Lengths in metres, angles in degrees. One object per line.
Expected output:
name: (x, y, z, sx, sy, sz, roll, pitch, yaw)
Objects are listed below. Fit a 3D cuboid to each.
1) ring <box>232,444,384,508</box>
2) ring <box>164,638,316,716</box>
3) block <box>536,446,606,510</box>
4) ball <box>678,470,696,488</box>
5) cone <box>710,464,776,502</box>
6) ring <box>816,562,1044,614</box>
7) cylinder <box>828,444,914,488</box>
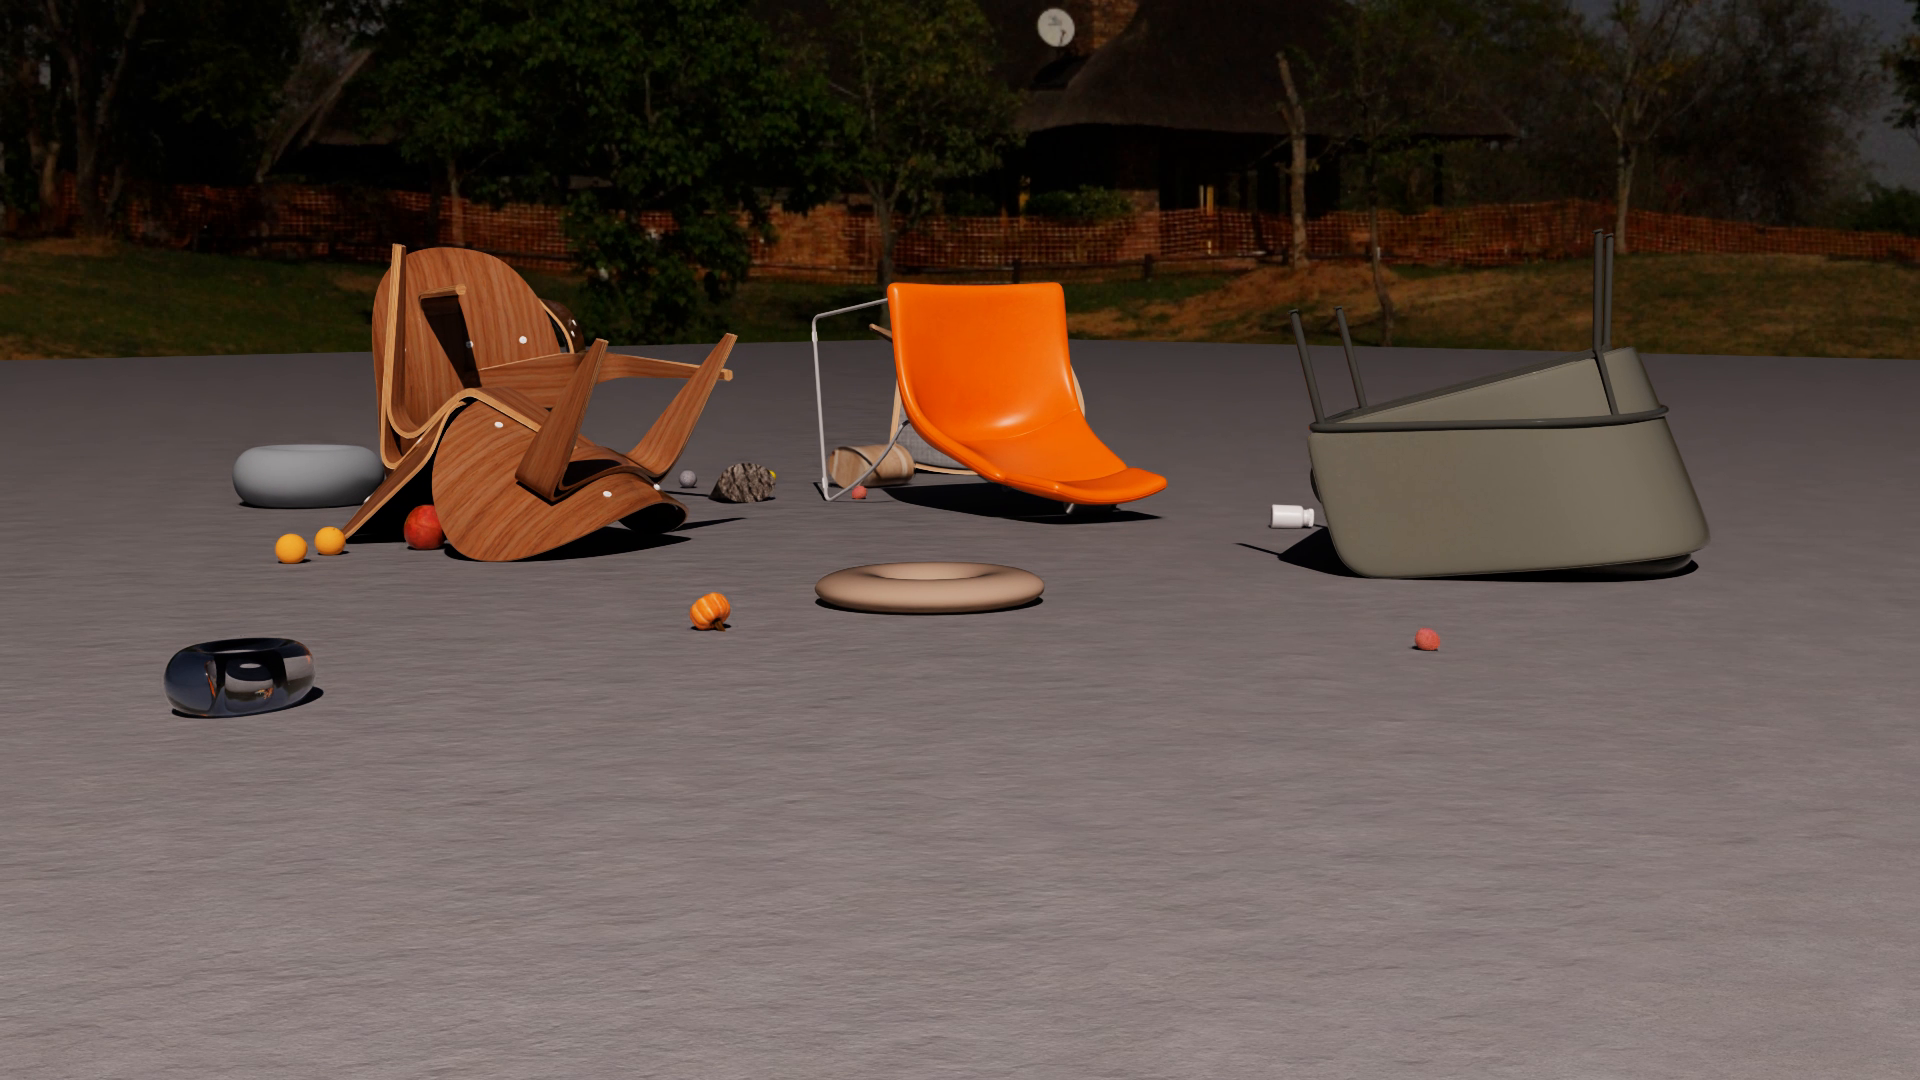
ring: (-1.884, -0.186, 7.430, 0.405, 0.165, 0.484, 3, 5, 17)
ring: (-1.101, 0.209, 3.926, 0.186, 0.097, 0.281, 4, 6, 21)
block: (-1.114, -0.181, 7.345, 0.166, 0.168, 0.101, -5, 8, -39)
ball: (-0.846, -0.189, 7.977, 0.056, 0.056, 0.056, 0, 6, 0)
cone: (-0.683, -0.144, 7.537, 0.179, 0.118, 0.224, -19, -7, 42)
ring: (-0.060, 0.095, 5.175, 0.466, 0.066, 0.436, -2, 7, -17)
cylinder: (-0.276, -0.231, 8.018, 0.211, 0.129, 0.168, -6, 23, -45)
